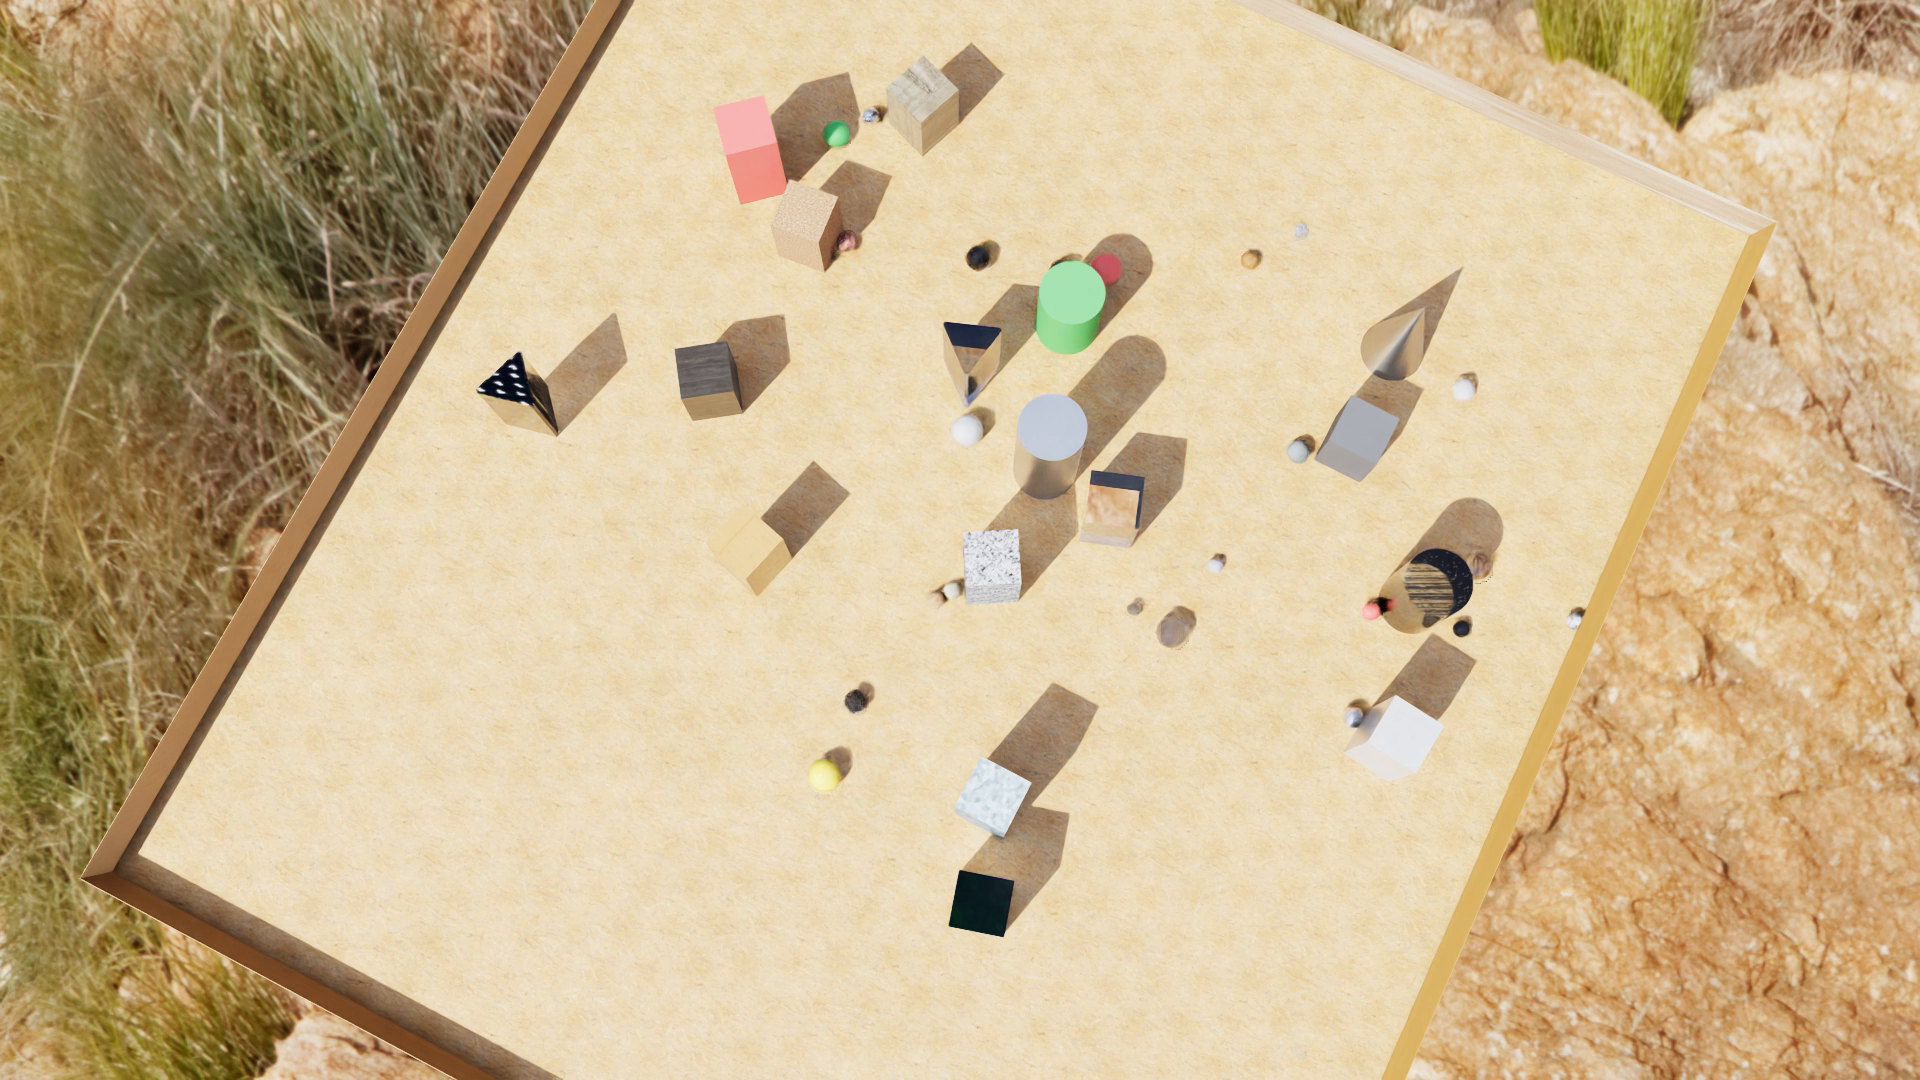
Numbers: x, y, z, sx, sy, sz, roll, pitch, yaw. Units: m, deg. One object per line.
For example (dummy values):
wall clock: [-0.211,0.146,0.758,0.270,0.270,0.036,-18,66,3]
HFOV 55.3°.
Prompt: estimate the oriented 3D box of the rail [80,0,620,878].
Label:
rail: [-1.609,-0.781,5.712,0.045,0.129,4.067,26,80,5]

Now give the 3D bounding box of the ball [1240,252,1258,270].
ball: [0.912,-0.879,5.769,0.058,0.058,0.058,0,78,0]

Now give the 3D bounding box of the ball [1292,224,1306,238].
ball: [1.073,-0.978,5.796,0.044,0.044,0.044,0,78,0]

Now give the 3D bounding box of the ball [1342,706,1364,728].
ball: [1.174,0.530,5.474,0.064,0.064,0.064,0,78,0]

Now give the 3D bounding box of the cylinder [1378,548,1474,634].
cylinder: [1.372,0.155,5.413,0.198,0.336,0.198,0,78,0]

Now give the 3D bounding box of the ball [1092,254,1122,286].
ball: [0.458,-0.846,5.742,0.099,0.099,0.099,0,78,0]

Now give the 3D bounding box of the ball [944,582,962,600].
ball: [-0.023,0.154,5.558,0.053,0.053,0.053,0,78,0]

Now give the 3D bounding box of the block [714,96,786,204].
block: [-0.643,-1.201,5.668,0.158,0.387,0.158,-15,79,-3]

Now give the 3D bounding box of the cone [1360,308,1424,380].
cone: [1.353,-0.636,5.537,0.198,0.414,0.198,0,78,0]

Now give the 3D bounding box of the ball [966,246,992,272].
ball: [0.057,-0.885,5.759,0.081,0.081,0.081,0,78,0]

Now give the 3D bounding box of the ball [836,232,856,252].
ball: [-0.358,-0.940,5.779,0.063,0.063,0.063,0,78,0]

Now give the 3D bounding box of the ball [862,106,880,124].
ball: [-0.286,-1.358,5.869,0.057,0.057,0.057,0,78,0]

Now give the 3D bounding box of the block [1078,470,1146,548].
block: [0.453,-0.090,5.492,0.158,0.280,0.158,8,78,2]

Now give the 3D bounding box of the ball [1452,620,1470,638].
ball: [1.514,0.269,5.534,0.052,0.052,0.052,0,78,0]

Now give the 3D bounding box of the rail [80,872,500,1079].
rail: [-0.899,1.767,5.184,3.645,0.129,0.045,26,80,5]

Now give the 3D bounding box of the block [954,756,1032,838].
block: [0.092,0.745,5.270,0.158,0.376,0.158,27,80,5]

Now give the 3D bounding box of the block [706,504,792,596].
block: [-0.624,0.034,5.456,0.158,0.301,0.158,41,81,8]

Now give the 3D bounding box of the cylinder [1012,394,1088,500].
cylinder: [0.262,-0.270,5.424,0.198,0.487,0.198,0,78,0]

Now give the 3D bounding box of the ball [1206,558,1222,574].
ball: [0.774,0.079,5.576,0.048,0.048,0.048,0,78,0]

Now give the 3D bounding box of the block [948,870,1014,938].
block: [0.060,1.043,5.248,0.158,0.298,0.158,11,79,2]

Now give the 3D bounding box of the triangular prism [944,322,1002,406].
triangular prism: [0.011,-0.558,5.547,0.148,0.363,0.171,36,81,7]

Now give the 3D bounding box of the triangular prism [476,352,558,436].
triangular prism: [-1.310,-0.448,5.531,0.171,0.349,0.148,15,79,3]

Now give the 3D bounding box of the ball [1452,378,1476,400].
ball: [1.560,-0.468,5.678,0.069,0.069,0.069,0,78,0]

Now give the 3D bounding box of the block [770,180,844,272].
block: [-0.473,-0.971,5.684,0.158,0.262,0.158,21,79,4]

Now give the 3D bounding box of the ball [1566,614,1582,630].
ball: [1.860,0.247,5.539,0.052,0.052,0.052,0,78,0]

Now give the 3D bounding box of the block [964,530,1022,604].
block: [0.093,0.083,5.436,0.158,0.320,0.158,-3,78,-1]

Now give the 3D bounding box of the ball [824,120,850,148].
ball: [-0.394,-1.295,5.841,0.085,0.085,0.085,0,78,0]

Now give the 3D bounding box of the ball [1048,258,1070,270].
ball: [0.321,-0.838,5.745,0.087,0.087,0.087,0,78,0]

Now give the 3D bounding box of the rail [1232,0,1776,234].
rail: [0.899,-1.753,5.913,3.645,0.129,0.045,26,80,5]

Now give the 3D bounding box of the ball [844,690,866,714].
ball: [-0.313,0.483,5.481,0.069,0.069,0.069,0,78,0]

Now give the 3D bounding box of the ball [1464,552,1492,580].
ball: [1.568,0.080,5.556,0.086,0.086,0.086,0,78,0]

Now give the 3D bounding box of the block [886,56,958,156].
block: [-0.116,-1.364,5.768,0.158,0.255,0.158,-43,81,-8]

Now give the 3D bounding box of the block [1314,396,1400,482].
block: [1.201,-0.305,5.558,0.158,0.238,0.158,28,80,5]

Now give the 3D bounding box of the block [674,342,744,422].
block: [-0.764,-0.483,5.590,0.158,0.248,0.158,-9,78,-2]

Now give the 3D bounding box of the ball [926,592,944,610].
ball: [-0.074,0.182,5.551,0.055,0.055,0.055,0,78,0]

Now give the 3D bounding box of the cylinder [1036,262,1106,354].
cylinder: [0.335,-0.707,5.609,0.198,0.302,0.198,0,78,0]

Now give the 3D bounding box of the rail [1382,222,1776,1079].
rail: [1.609,0.795,5.385,0.045,0.129,4.067,26,80,5]

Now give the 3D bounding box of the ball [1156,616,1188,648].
ball: [0.636,0.278,5.511,0.095,0.095,0.095,0,78,0]

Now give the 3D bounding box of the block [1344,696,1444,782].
block: [1.255,0.580,5.323,0.158,0.340,0.158,33,80,6]

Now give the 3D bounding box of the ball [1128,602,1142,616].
ball: [0.528,0.209,5.552,0.042,0.042,0.042,0,78,0]

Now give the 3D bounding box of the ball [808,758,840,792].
ball: [-0.400,0.695,5.424,0.095,0.095,0.095,0,78,0]

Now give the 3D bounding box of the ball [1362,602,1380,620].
ball: [1.245,0.216,5.544,0.054,0.054,0.054,0,78,0]

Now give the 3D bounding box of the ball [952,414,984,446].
ball: [0.024,-0.340,5.637,0.098,0.098,0.098,0,78,0]

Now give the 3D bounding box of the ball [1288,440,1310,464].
ball: [1.041,-0.271,5.637,0.070,0.070,0.070,0,78,0]
